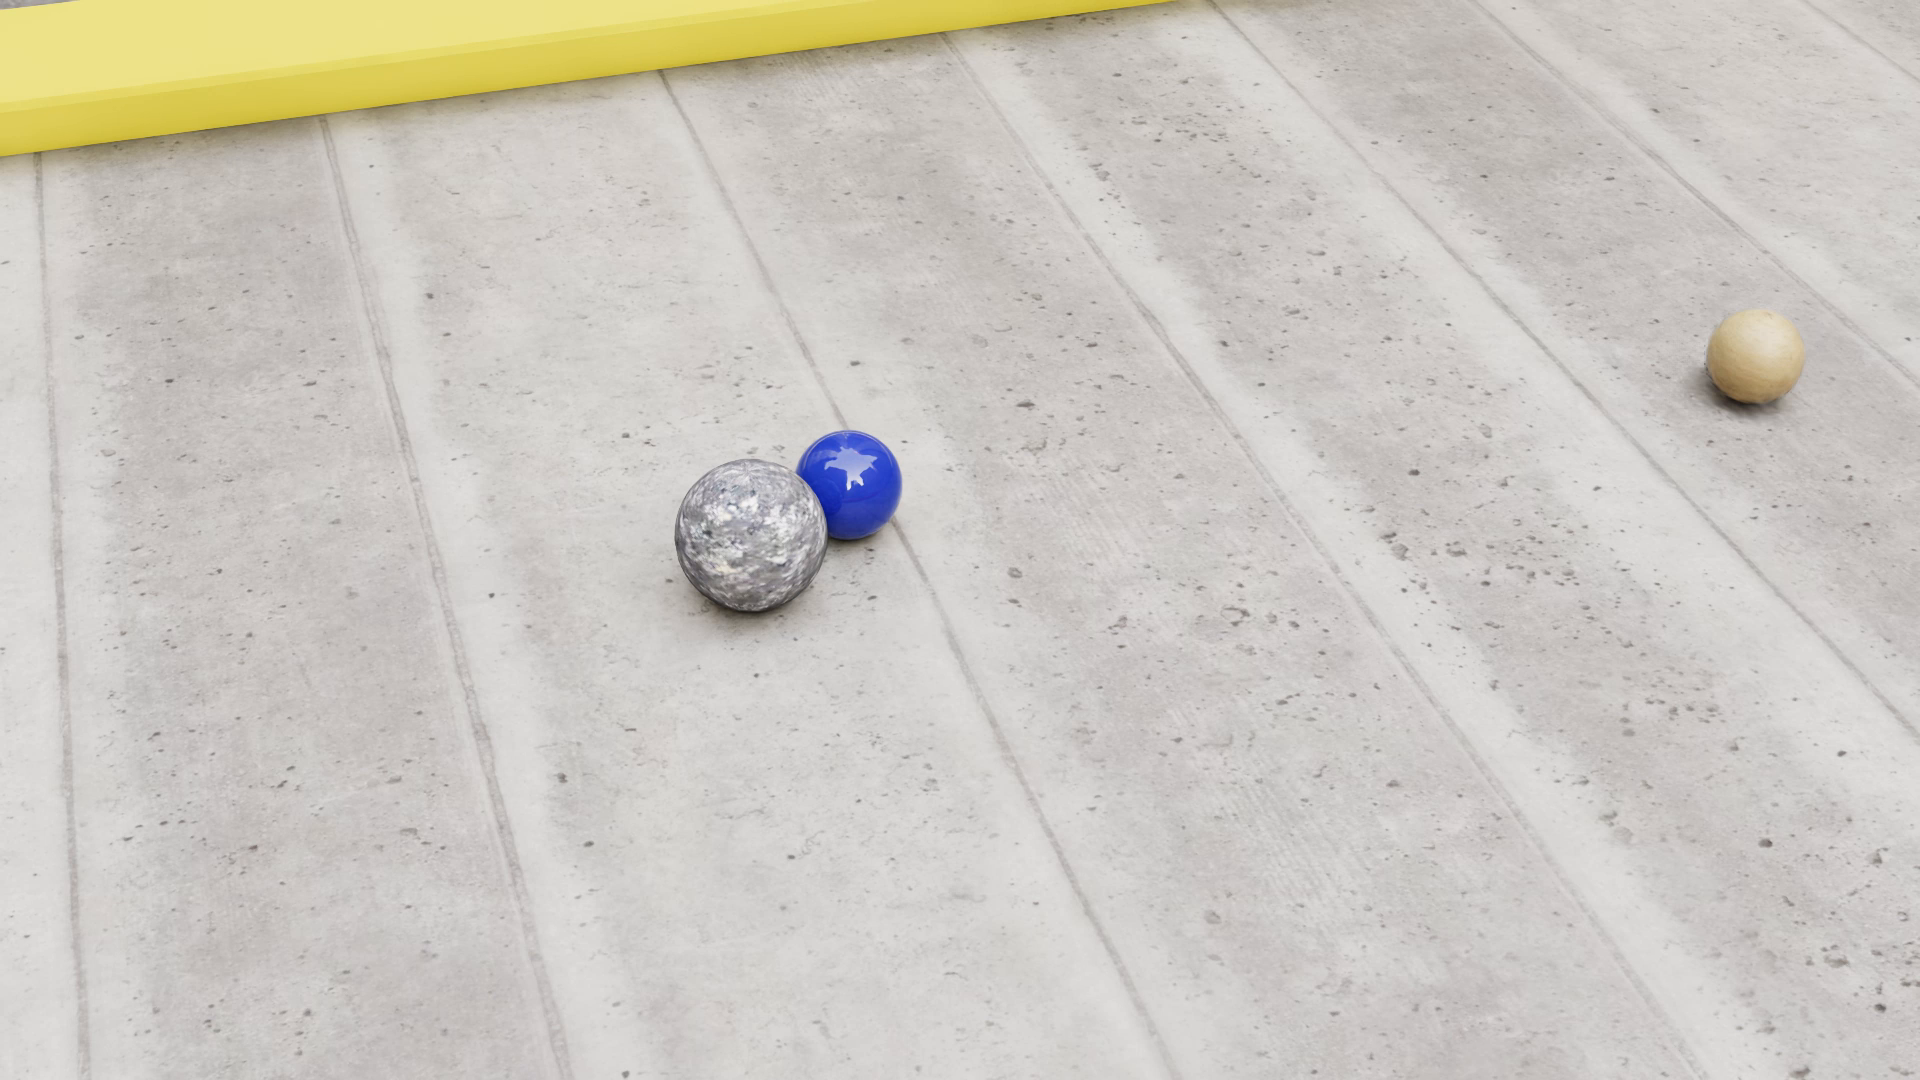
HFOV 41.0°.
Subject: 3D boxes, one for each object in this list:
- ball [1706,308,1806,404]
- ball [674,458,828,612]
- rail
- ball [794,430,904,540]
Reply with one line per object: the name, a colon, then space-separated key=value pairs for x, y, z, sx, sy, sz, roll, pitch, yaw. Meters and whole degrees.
ball: x=0.536 y=-0.124 z=1.728 sx=0.064 sy=0.064 sz=0.064 roll=0 pitch=36 yaw=0
ball: x=-0.125 y=-0.003 z=1.535 sx=0.092 sy=0.092 sz=0.092 roll=0 pitch=36 yaw=0
rail: x=0.452 y=-0.564 z=2.295 sx=2.860 sy=0.119 sz=0.045 roll=-10 pitch=37 yaw=-14
ball: x=-0.070 y=-0.034 z=1.599 sx=0.069 sy=0.069 sz=0.069 roll=0 pitch=36 yaw=0
